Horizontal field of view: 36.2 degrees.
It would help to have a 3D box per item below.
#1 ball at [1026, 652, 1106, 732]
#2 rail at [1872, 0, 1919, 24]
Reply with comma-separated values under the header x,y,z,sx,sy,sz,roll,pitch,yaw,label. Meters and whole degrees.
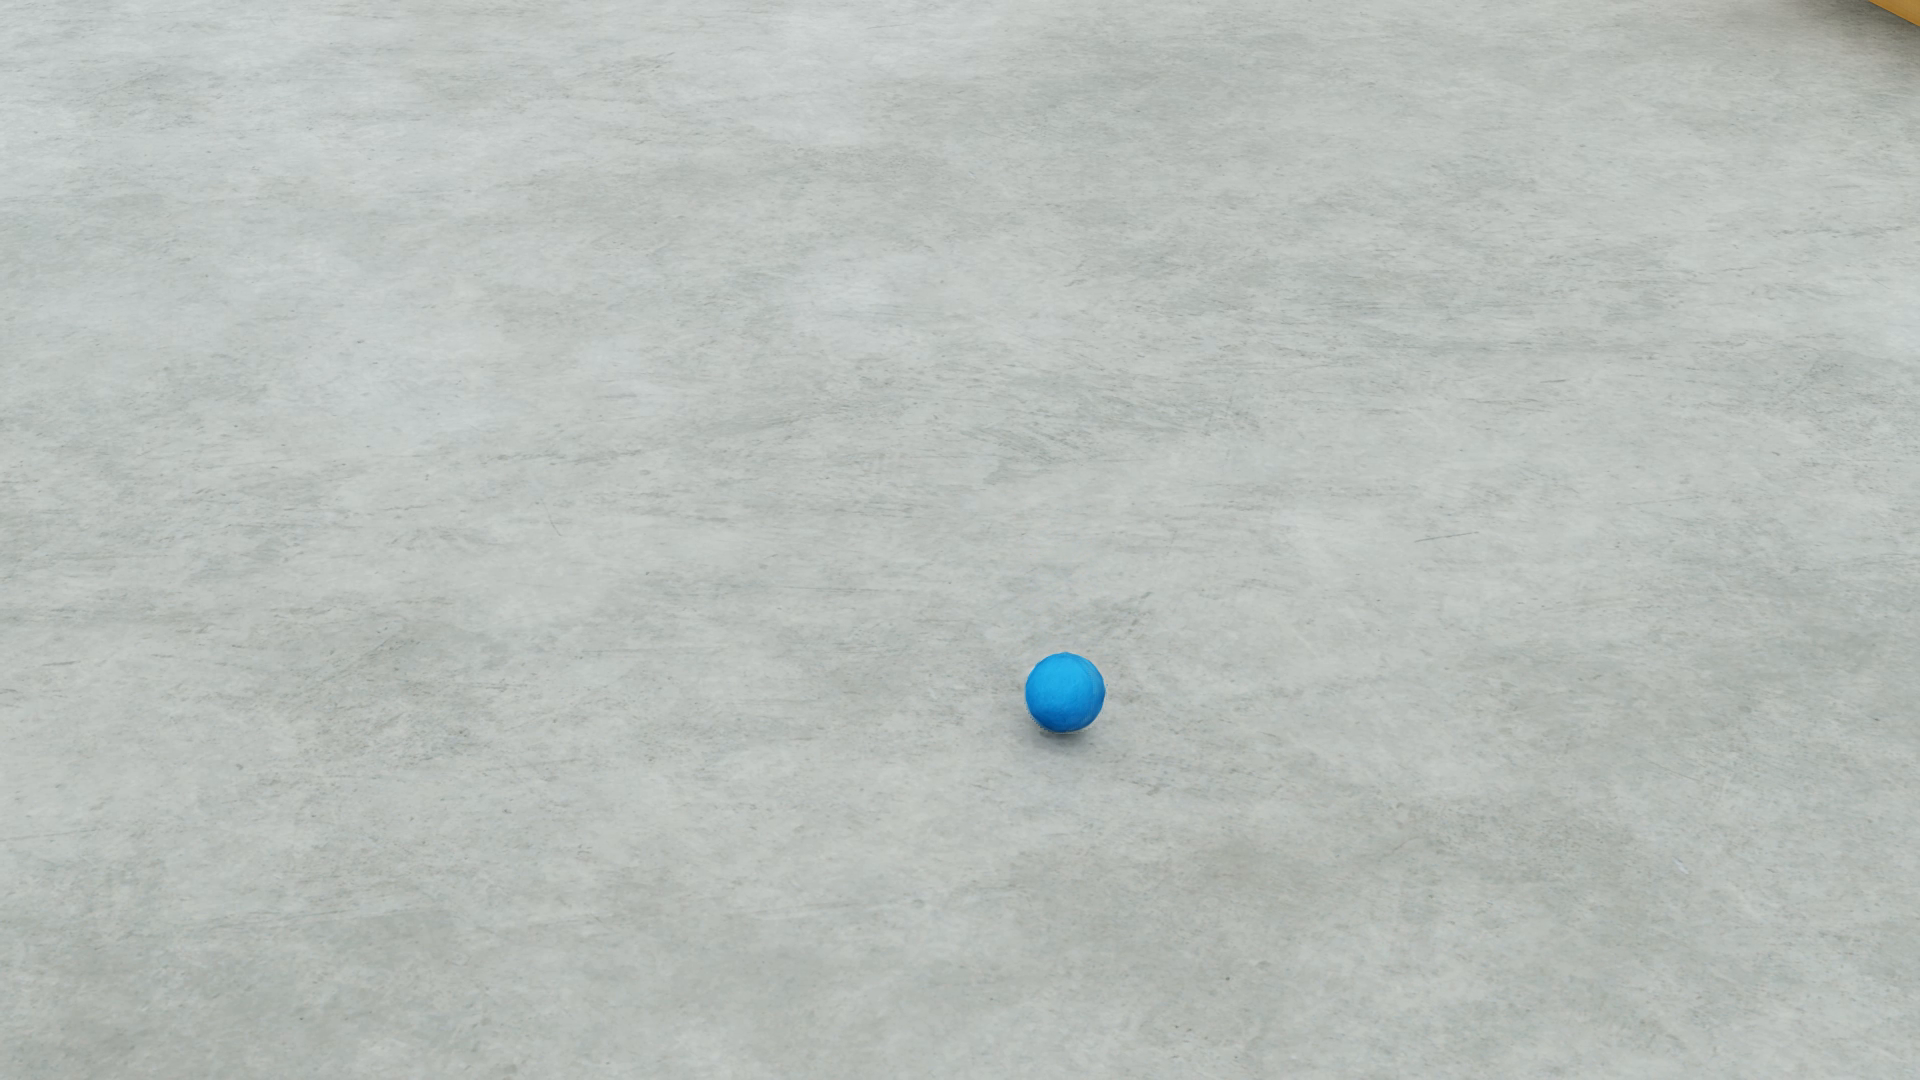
x,y,z,sx,sy,sz,roll,pitch,yaw,label
0.059,0.085,1.637,0.045,0.045,0.045,0,30,0,ball
0.685,-0.707,2.955,0.045,0.116,4.146,-11,31,-19,rail
